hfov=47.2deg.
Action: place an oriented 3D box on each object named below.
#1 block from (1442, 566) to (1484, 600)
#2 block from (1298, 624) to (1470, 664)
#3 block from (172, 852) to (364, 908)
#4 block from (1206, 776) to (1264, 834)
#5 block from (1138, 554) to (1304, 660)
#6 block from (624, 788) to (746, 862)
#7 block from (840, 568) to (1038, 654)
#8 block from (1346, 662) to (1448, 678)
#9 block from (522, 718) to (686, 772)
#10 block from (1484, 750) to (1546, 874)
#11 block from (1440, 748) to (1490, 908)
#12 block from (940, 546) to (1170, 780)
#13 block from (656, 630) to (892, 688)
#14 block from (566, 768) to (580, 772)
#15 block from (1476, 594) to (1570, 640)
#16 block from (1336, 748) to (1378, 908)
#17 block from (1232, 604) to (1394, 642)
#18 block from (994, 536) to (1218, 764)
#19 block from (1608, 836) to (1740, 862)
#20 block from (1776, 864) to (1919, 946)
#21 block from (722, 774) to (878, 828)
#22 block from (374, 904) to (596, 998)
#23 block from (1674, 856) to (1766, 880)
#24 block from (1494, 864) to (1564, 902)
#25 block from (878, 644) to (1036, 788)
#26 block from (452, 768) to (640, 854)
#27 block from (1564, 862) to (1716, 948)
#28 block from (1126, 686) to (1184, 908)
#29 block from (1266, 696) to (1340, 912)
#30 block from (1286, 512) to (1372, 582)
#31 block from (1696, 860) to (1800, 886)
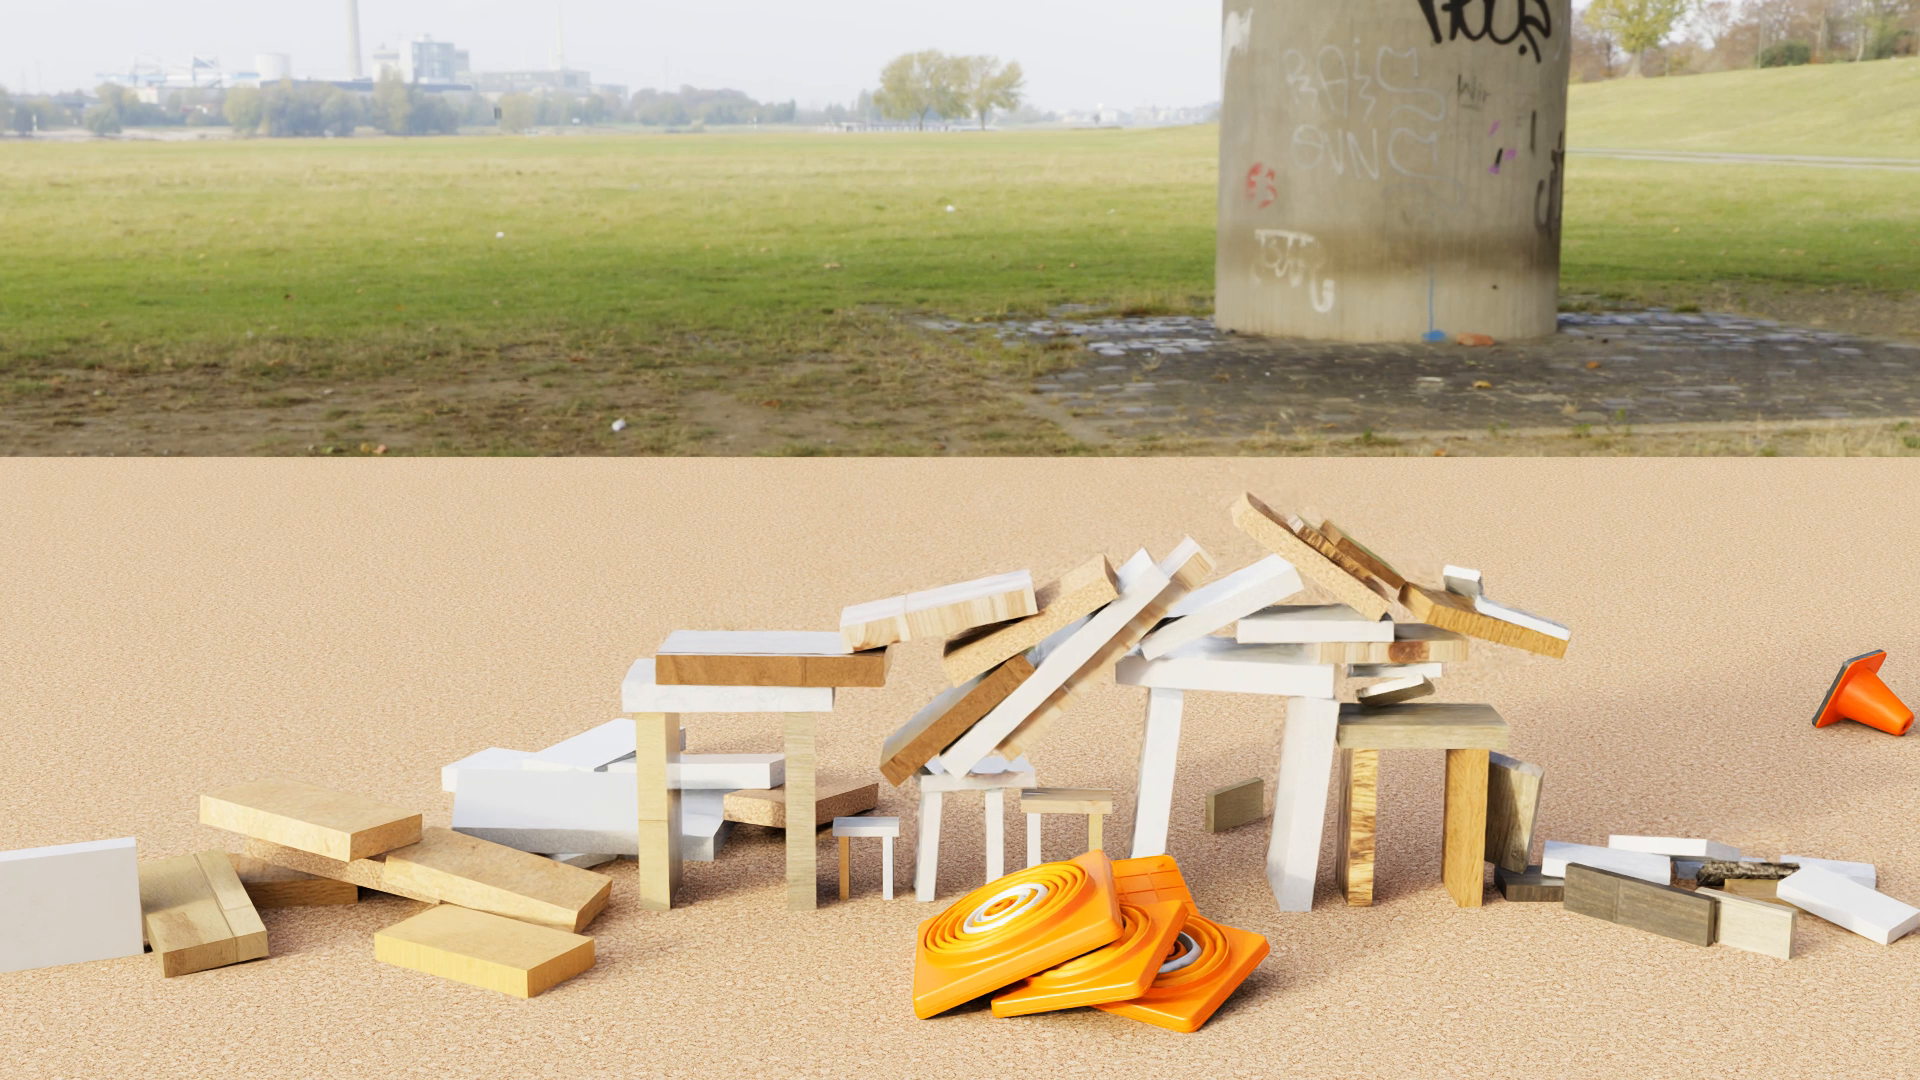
[{"bbox_3d":[0.825,0.074,3.604,0.057,0.016,0.114,12,-17,20],"label":"block"},{"bbox_3d":[0.695,0.170,3.614,0.248,0.035,0.124,-1,11,-7],"label":"block"},{"bbox_3d":[-1.162,0.567,3.670,0.320,0.045,0.160,-2,11,-9],"label":"block"},{"bbox_3d":[0.504,0.486,4.034,0.144,0.072,0.020,-10,15,-43],"label":"block"},{"bbox_3d":[0.421,0.107,3.616,0.278,0.039,0.139,-25,9,5],"label":"block"},{"bbox_3d":[-0.494,0.508,3.988,0.158,0.045,0.316,1,11,5],"label":"block"},{"bbox_3d":[-0.035,0.114,3.564,0.313,0.043,0.153,-12,10,2],"label":"block"},{"bbox_3d":[0.723,0.211,3.637,0.153,0.022,0.076,-2,4,19],"label":"block"},{"bbox_3d":[-0.683,0.413,4.250,0.160,0.045,0.320,5,12,25],"label":"block"},{"bbox_3d":[0.906,0.453,3.657,0.101,0.203,0.029,18,36,27],"label":"block"},{"bbox_3d":[0.836,0.456,3.645,0.038,0.271,0.135,0,11,0],"label":"block"},{"bbox_3d":[0.151,0.200,3.599,0.470,0.043,0.151,-44,8,6],"label":"block"},{"bbox_3d":[-0.298,0.192,3.577,0.365,0.049,0.175,0,11,3],"label":"block"},{"bbox_3d":[-0.733,0.480,3.939,0.103,0.029,0.207,26,33,30],"label":"block"},{"bbox_3d":[0.908,0.125,3.549,0.148,0.016,0.057,19,12,4],"label":"block"},{"bbox_3d":[0.657,0.456,3.645,0.038,0.271,0.135,0,11,1],"label":"block"},{"bbox_3d":[0.575,0.136,3.596,0.248,0.035,0.124,0,11,2],"label":"block"},{"bbox_3d":[0.231,0.178,3.613,0.465,0.039,0.139,-44,7,4],"label":"block"},{"bbox_3d":[1.208,0.524,3.722,0.096,0.027,0.192,16,-13,-34],"label":"block"},{"bbox_3d":[1.423,0.583,3.524,0.096,0.027,0.192,-17,27,-35],"label":"block"},{"bbox_3d":[-0.288,0.477,4.030,0.158,0.045,0.316,4,3,22],"label":"block"},{"bbox_3d":[-0.727,0.625,3.360,0.305,0.043,0.153,6,12,30],"label":"block"},{"bbox_3d":[1.304,0.561,3.764,0.149,0.021,0.075,2,11,12],"label":"block"},{"bbox_3d":[1.005,0.574,3.675,0.203,0.029,0.101,0,11,2],"label":"block"},{"bbox_3d":[-0.003,0.275,3.625,0.302,0.043,0.151,-41,8,9],"label":"block"},{"bbox_3d":[-0.698,0.471,3.815,0.349,0.049,0.175,3,28,-10],"label":"block"},{"bbox_3d":[1.082,0.581,3.511,0.247,0.077,0.022,10,14,43],"label":"block"},{"bbox_3d":[0.323,0.412,3.655,0.050,0.353,0.176,6,11,3],"label":"block"},{"bbox_3d":[0.565,0.414,3.639,0.050,0.353,0.176,6,10,-1],"label":"block"},{"bbox_3d":[0.596,0.012,3.547,0.144,0.020,0.072,34,12,-13],"label":"block"},{"bbox_3d":[1.316,0.558,3.675,0.149,0.021,0.075,0,-24,3],"label":"block"}]
